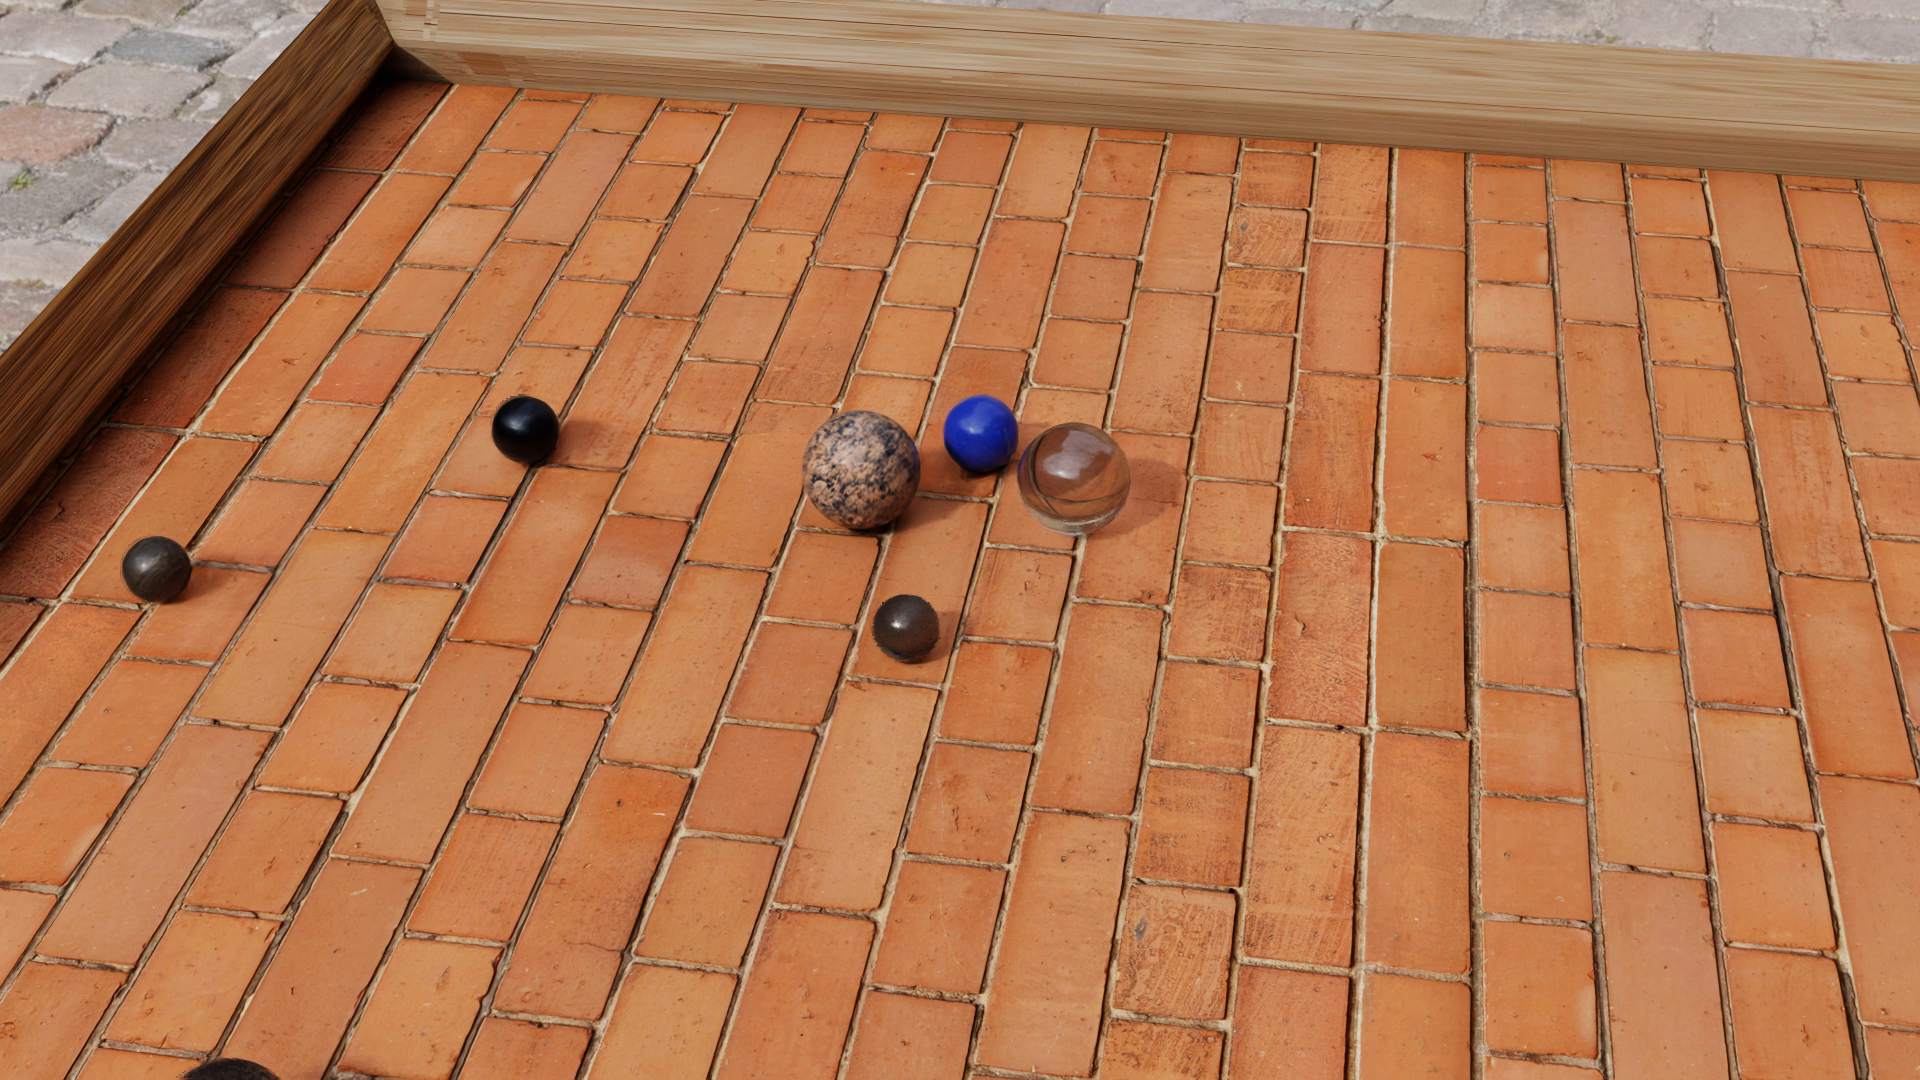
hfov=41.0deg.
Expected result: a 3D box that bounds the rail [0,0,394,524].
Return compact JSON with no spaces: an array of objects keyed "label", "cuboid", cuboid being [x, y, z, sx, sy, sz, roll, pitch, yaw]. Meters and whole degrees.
[{"label":"rail","cuboid":[-0.740,-0.089,2.061,0.045,0.124,1.655,5,35,7]}]

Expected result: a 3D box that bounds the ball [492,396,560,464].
[{"label":"ball","cuboid":[-0.360,-0.091,2.125,0.056,0.056,0.056,0,34,0]}]

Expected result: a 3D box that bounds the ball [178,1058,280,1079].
[{"label":"ball","cuboid":[-0.422,0.338,1.478,0.078,0.078,0.078,0,34,0]}]

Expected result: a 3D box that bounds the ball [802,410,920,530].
[{"label":"ball","cuboid":[-0.079,-0.056,2.038,0.095,0.095,0.095,0,34,0]}]

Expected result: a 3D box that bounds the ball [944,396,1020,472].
[{"label":"ball","cuboid":[0.018,-0.087,2.113,0.063,0.063,0.063,0,34,0]}]

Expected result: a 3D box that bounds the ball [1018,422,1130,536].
[{"label":"ball","cuboid":[0.090,-0.048,2.032,0.090,0.090,0.090,0,34,0]}]

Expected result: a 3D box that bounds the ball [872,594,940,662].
[{"label":"ball","cuboid":[-0.040,0.065,1.901,0.050,0.050,0.050,0,34,0]}]

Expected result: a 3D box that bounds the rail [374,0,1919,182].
[{"label":"rail","cuboid":[0.890,-0.402,2.519,3.092,0.124,0.045,5,35,7]}]

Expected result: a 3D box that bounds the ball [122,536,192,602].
[{"label":"ball","cuboid":[-0.615,0.022,1.964,0.051,0.051,0.051,0,34,0]}]
